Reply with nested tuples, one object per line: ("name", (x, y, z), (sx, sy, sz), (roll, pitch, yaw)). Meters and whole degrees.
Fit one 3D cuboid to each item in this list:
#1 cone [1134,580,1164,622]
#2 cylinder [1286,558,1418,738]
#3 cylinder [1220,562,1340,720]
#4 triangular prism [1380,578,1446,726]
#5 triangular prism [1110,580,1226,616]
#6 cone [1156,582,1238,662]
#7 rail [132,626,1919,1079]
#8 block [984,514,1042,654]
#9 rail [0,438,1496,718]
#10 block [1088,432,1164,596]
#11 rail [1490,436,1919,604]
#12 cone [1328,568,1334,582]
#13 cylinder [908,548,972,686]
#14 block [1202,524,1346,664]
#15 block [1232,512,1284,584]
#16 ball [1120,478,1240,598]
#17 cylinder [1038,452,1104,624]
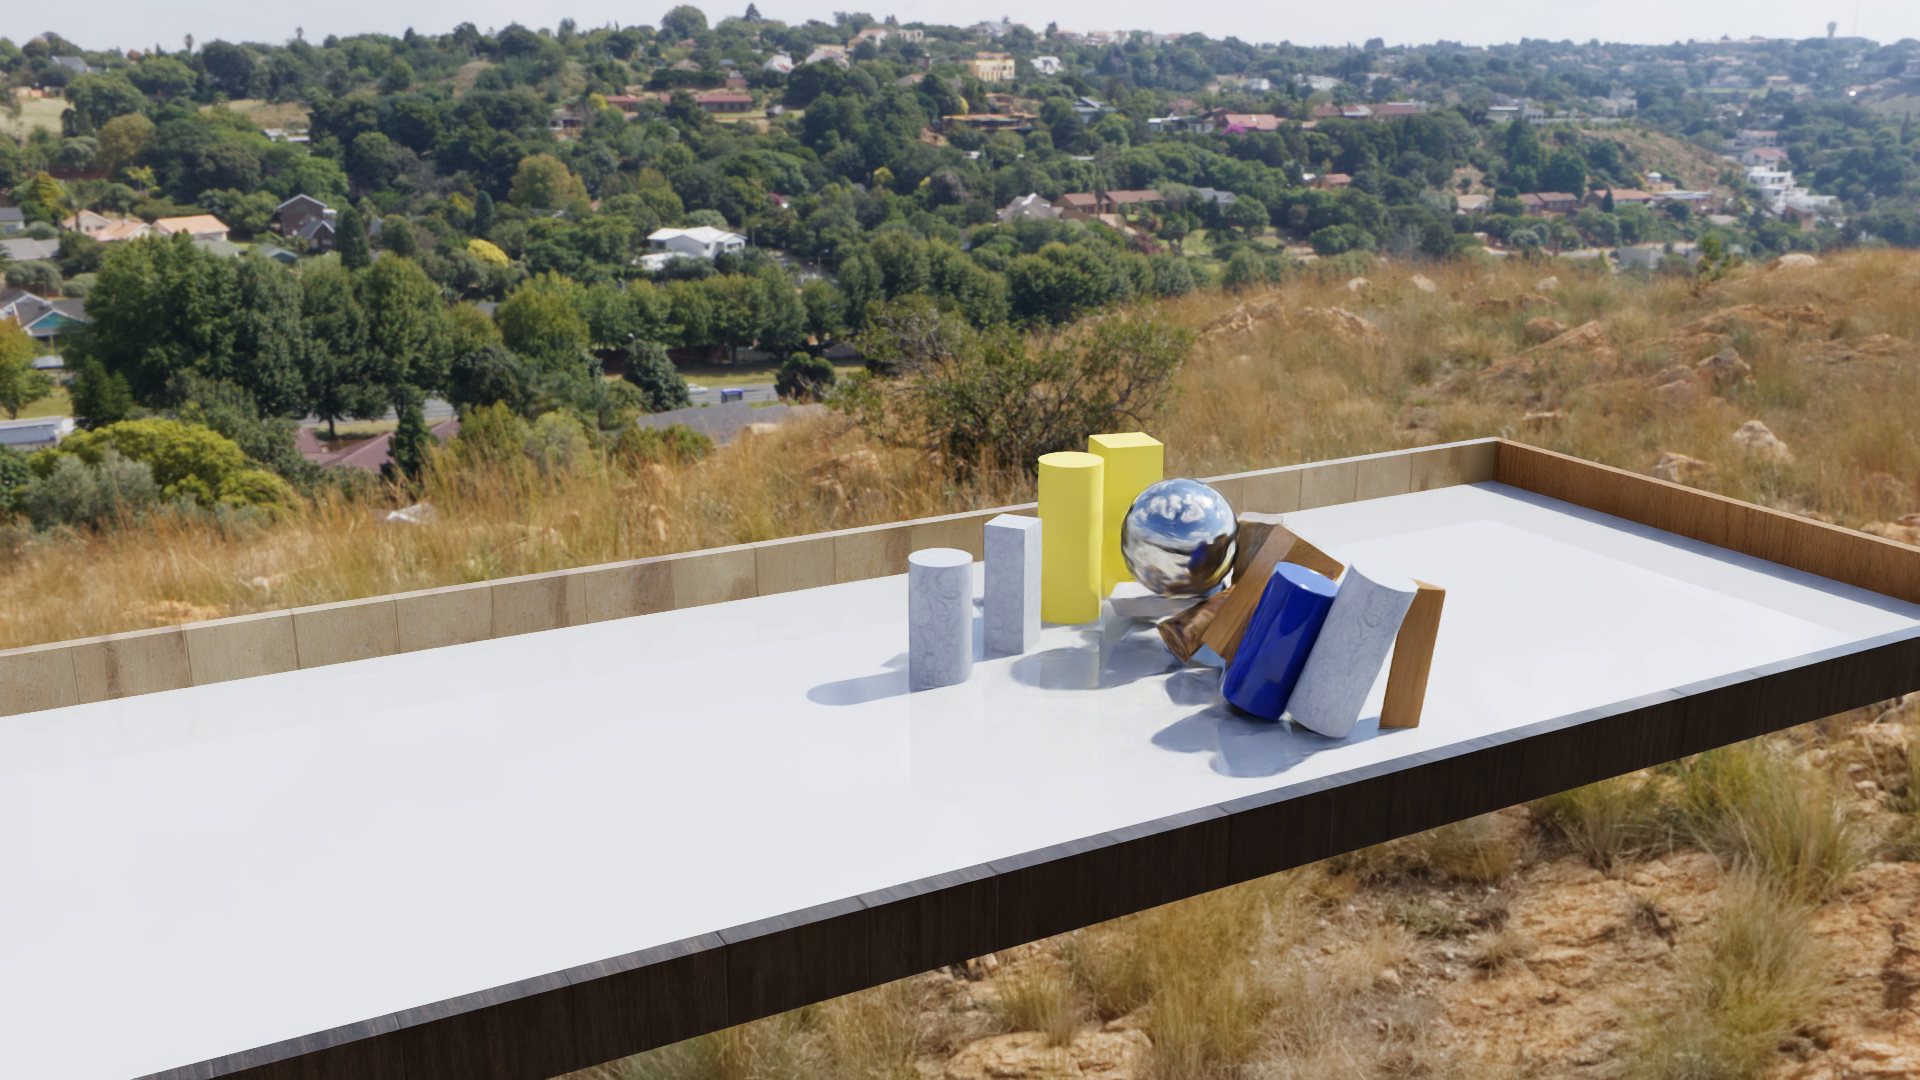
("cone", (0.555, 0.046, 4.658), (0.117, 0.117, 0.374), (5, 50, 15))
("cylinder", (0.895, 0.247, 3.776), (0.158, 0.386, 0.158), (17, 22, -7))
("cylinder", (0.757, 0.238, 3.890), (0.167, 0.332, 0.167), (18, 19, -7))
("triangular prism", (1.036, 0.261, 3.849), (0.099, 0.338, 0.086), (3, 16, -14))
("triangular prism", (0.564, 0.146, 4.449), (0.301, 0.095, 0.083), (-2, 56, 23))
("cone", (0.719, 0.144, 4.273), (0.432, 0.120, 0.120), (-35, 24, -7))
("rail", (-2.336, 1.006, 1.665), (12.000, 0.150, 0.050), (-9, 18, -27))
("block", (0.140, 0.115, 4.358), (0.114, 0.341, 0.114), (8, 18, 25))
("rail", (-3.305, 0.497, 3.399), (12.000, 0.150, 0.050), (-9, 18, -27))
("block", (0.479, -0.077, 4.831), (0.167, 0.442, 0.167), (-5, 17, -15))
("rail", (2.466, -0.048, 5.253), (0.050, 0.150, 2.100), (-9, 18, -27))
("cone", (0.889, 0.212, 4.053), (0.152, 0.312, 0.152), (6, 19, -2))
("cylinder", (-0.049, 0.193, 4.144), (0.160, 0.312, 0.160), (0, 16, 0))
("block", (0.783, 0.158, 4.137), (0.150, 0.352, 0.150), (31, 7, -15))
("block", (0.784, 0.106, 4.381), (0.107, 0.339, 0.107), (7, 15, 18))
("ball", (0.569, -0.004, 4.278), (0.312, 0.312, 0.312), (0, 16, 0))
("cylinder", (0.305, -0.007, 4.586), (0.180, 0.446, 0.180), (0, 16, 0))
